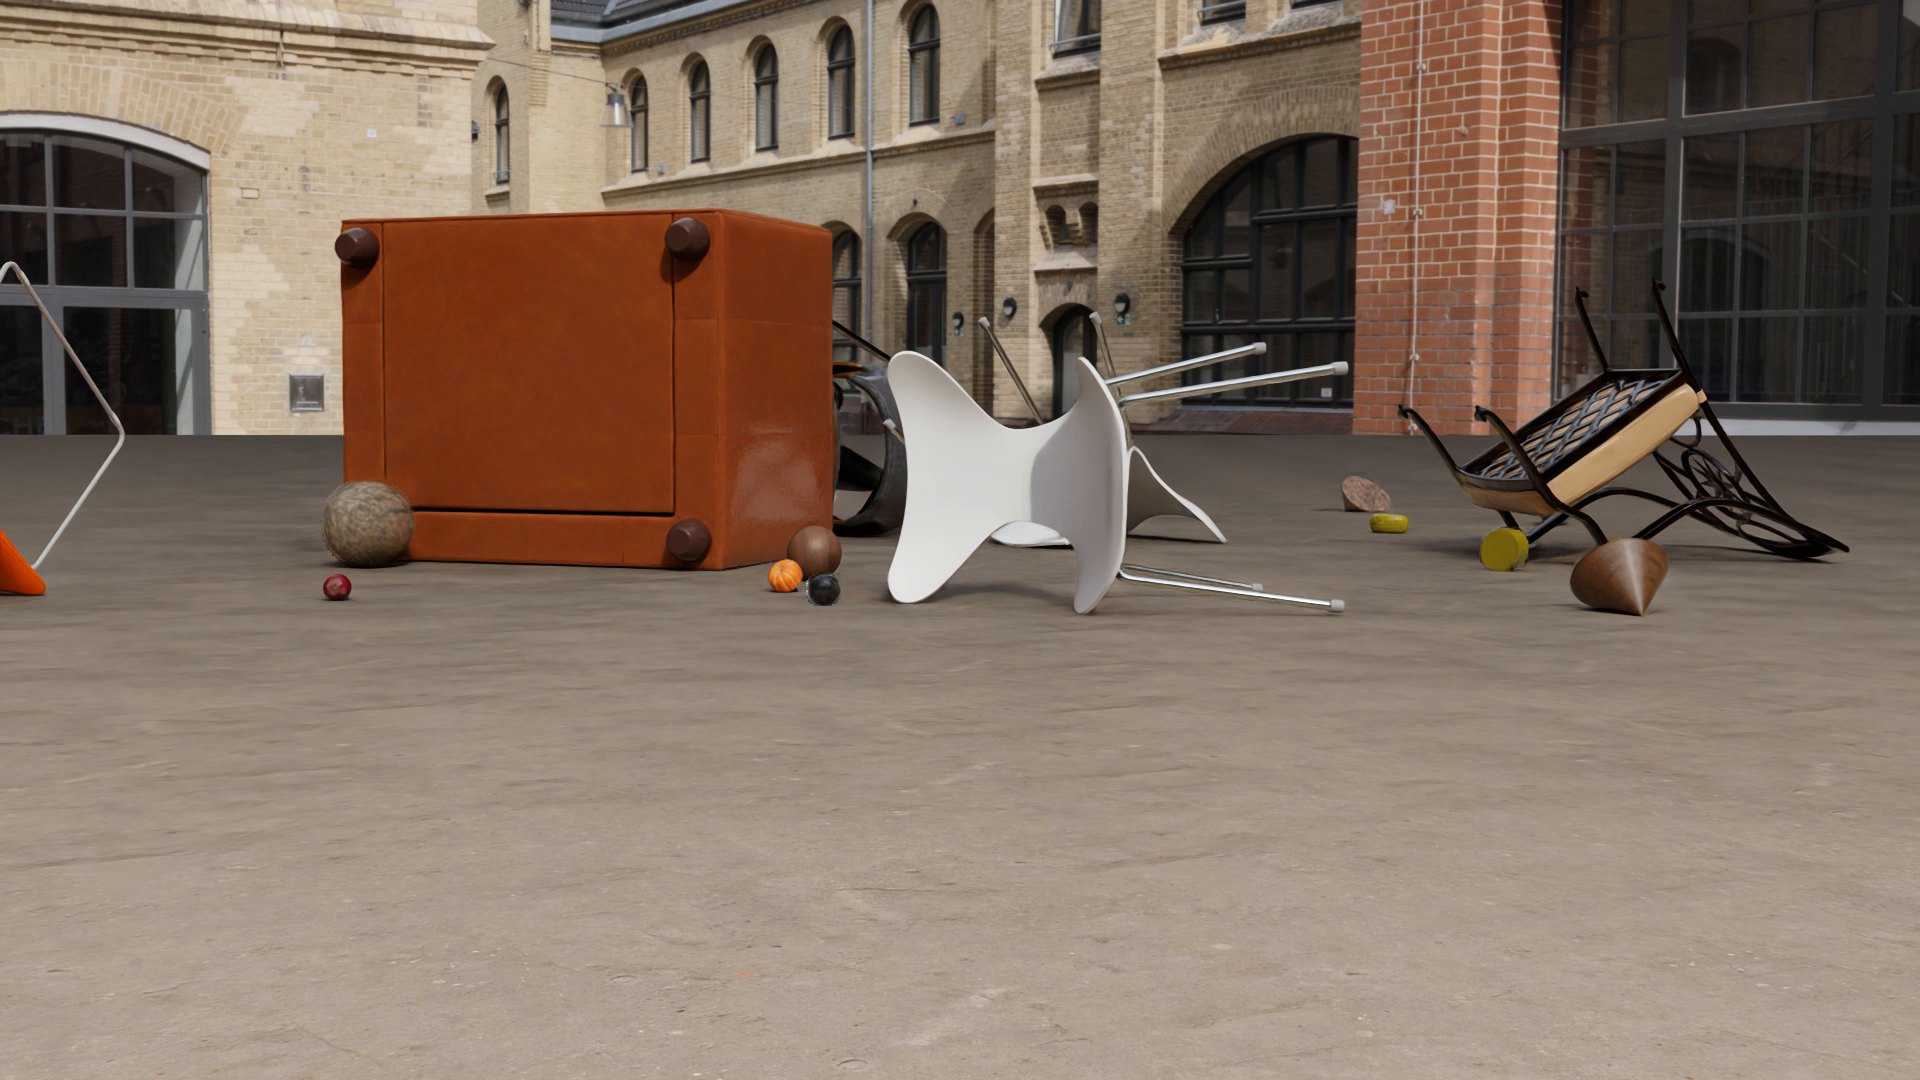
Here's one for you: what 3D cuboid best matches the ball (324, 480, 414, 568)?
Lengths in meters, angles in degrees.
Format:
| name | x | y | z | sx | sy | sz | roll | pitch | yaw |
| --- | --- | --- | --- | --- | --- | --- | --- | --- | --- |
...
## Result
| name | x | y | z | sx | sy | sz | roll | pitch | yaw |
| --- | --- | --- | --- | --- | --- | --- | --- | --- | --- |
| ball | -1.490 | -0.041 | 5.541 | 0.220 | 0.220 | 0.220 | 0 | 4 | 0 |

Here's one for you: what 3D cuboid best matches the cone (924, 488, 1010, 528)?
| name | x | y | z | sx | sy | sz | roll | pitch | yaw |
| --- | --- | --- | --- | --- | --- | --- | --- | --- | --- |
| cone | 0.052 | -0.077 | 7.189 | 0.265 | 0.125 | 0.275 | 14 | 8 | -25 |

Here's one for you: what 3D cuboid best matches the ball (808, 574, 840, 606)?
| name | x | y | z | sx | sy | sz | roll | pitch | yaw |
| --- | --- | --- | --- | --- | --- | --- | --- | --- | --- |
| ball | -0.281 | 0.103 | 4.549 | 0.068 | 0.068 | 0.068 | 0 | 4 | 0 |

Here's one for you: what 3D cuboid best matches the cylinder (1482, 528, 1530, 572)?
| name | x | y | z | sx | sy | sz | roll | pitch | yaw |
| --- | --- | --- | --- | --- | --- | --- | --- | --- | --- |
| cylinder | 1.349 | 0.024 | 5.442 | 0.094 | 0.105 | 0.065 | 37 | 24 | 30 |

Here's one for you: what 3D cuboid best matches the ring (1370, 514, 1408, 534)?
| name | x | y | z | sx | sy | sz | roll | pitch | yaw |
| --- | --- | --- | --- | --- | --- | --- | --- | --- | --- |
| ring | 1.340 | -0.051 | 6.867 | 0.125 | 0.058 | 0.085 | 4 | 3 | 28 |

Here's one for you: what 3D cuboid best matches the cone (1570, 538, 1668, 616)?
| name | x | y | z | sx | sy | sz | roll | pitch | yaw |
| --- | --- | --- | --- | --- | --- | --- | --- | --- | --- |
| cone | 1.342 | 0.110 | 4.399 | 0.201 | 0.175 | 0.143 | -12 | 36 | 3 |

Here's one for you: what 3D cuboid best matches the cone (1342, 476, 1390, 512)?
| name | x | y | z | sx | sy | sz | roll | pitch | yaw |
| --- | --- | --- | --- | --- | --- | --- | --- | --- | --- |
| cone | 1.449 | -0.136 | 8.054 | 0.232 | 0.145 | 0.124 | 12 | -35 | -29 |
